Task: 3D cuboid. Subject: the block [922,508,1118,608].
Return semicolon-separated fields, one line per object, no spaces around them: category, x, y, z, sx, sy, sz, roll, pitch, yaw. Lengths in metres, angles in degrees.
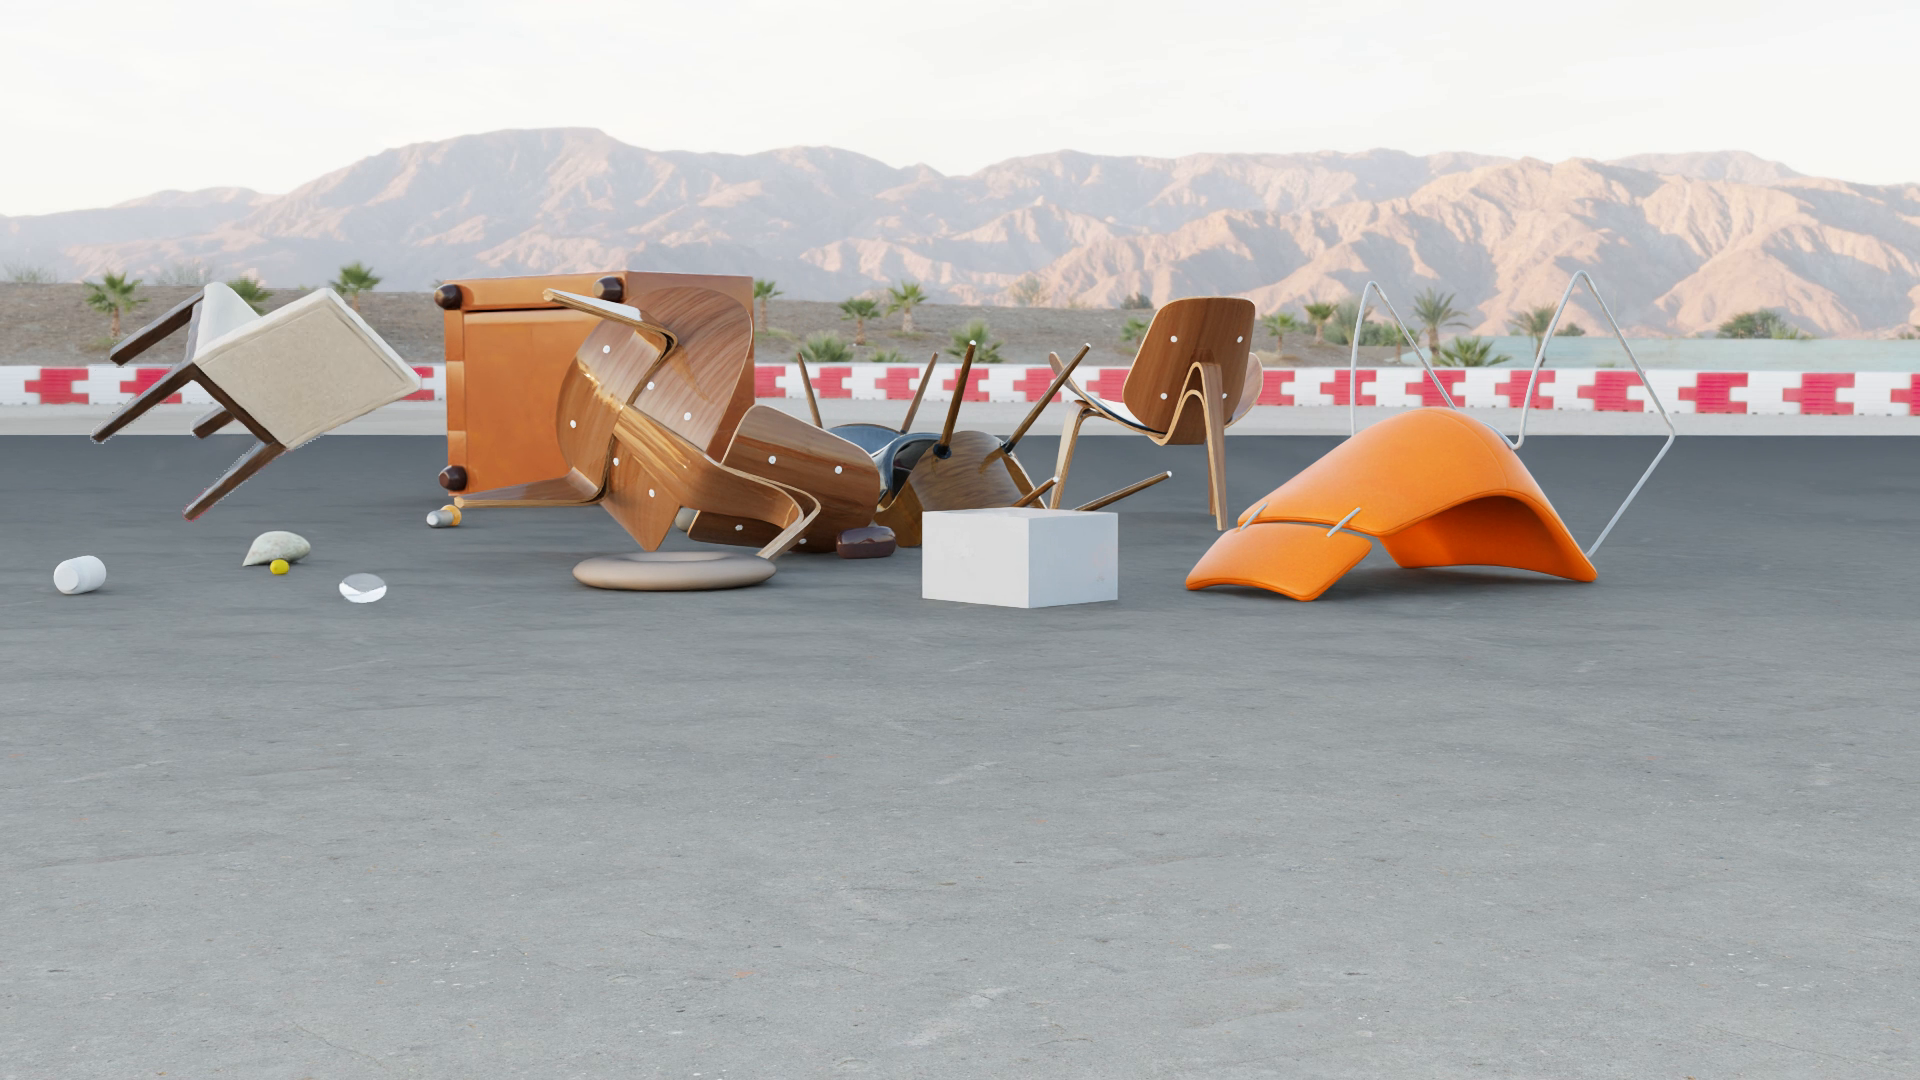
block;0.128;0.033;4.708;0.275;0.185;0.315;-4;5;-44

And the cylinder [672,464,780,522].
cylinder;-0.800;-0.163;7.534;0.252;0.180;0.282;22;-12;-42

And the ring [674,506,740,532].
ring;-0.798;-0.067;6.968;0.155;0.077;0.235;2;3;45

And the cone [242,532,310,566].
cone;-1.788;0.042;5.635;0.198;0.084;0.144;-1;19;29

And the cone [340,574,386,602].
cone;-1.268;0.115;4.666;0.096;0.040;0.082;-7;51;-29

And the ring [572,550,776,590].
ring;-0.656;0.070;5.058;0.466;0.066;0.436;0;4;0

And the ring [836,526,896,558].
ring;-0.249;0.007;5.861;0.194;0.081;0.088;-5;4;-39
